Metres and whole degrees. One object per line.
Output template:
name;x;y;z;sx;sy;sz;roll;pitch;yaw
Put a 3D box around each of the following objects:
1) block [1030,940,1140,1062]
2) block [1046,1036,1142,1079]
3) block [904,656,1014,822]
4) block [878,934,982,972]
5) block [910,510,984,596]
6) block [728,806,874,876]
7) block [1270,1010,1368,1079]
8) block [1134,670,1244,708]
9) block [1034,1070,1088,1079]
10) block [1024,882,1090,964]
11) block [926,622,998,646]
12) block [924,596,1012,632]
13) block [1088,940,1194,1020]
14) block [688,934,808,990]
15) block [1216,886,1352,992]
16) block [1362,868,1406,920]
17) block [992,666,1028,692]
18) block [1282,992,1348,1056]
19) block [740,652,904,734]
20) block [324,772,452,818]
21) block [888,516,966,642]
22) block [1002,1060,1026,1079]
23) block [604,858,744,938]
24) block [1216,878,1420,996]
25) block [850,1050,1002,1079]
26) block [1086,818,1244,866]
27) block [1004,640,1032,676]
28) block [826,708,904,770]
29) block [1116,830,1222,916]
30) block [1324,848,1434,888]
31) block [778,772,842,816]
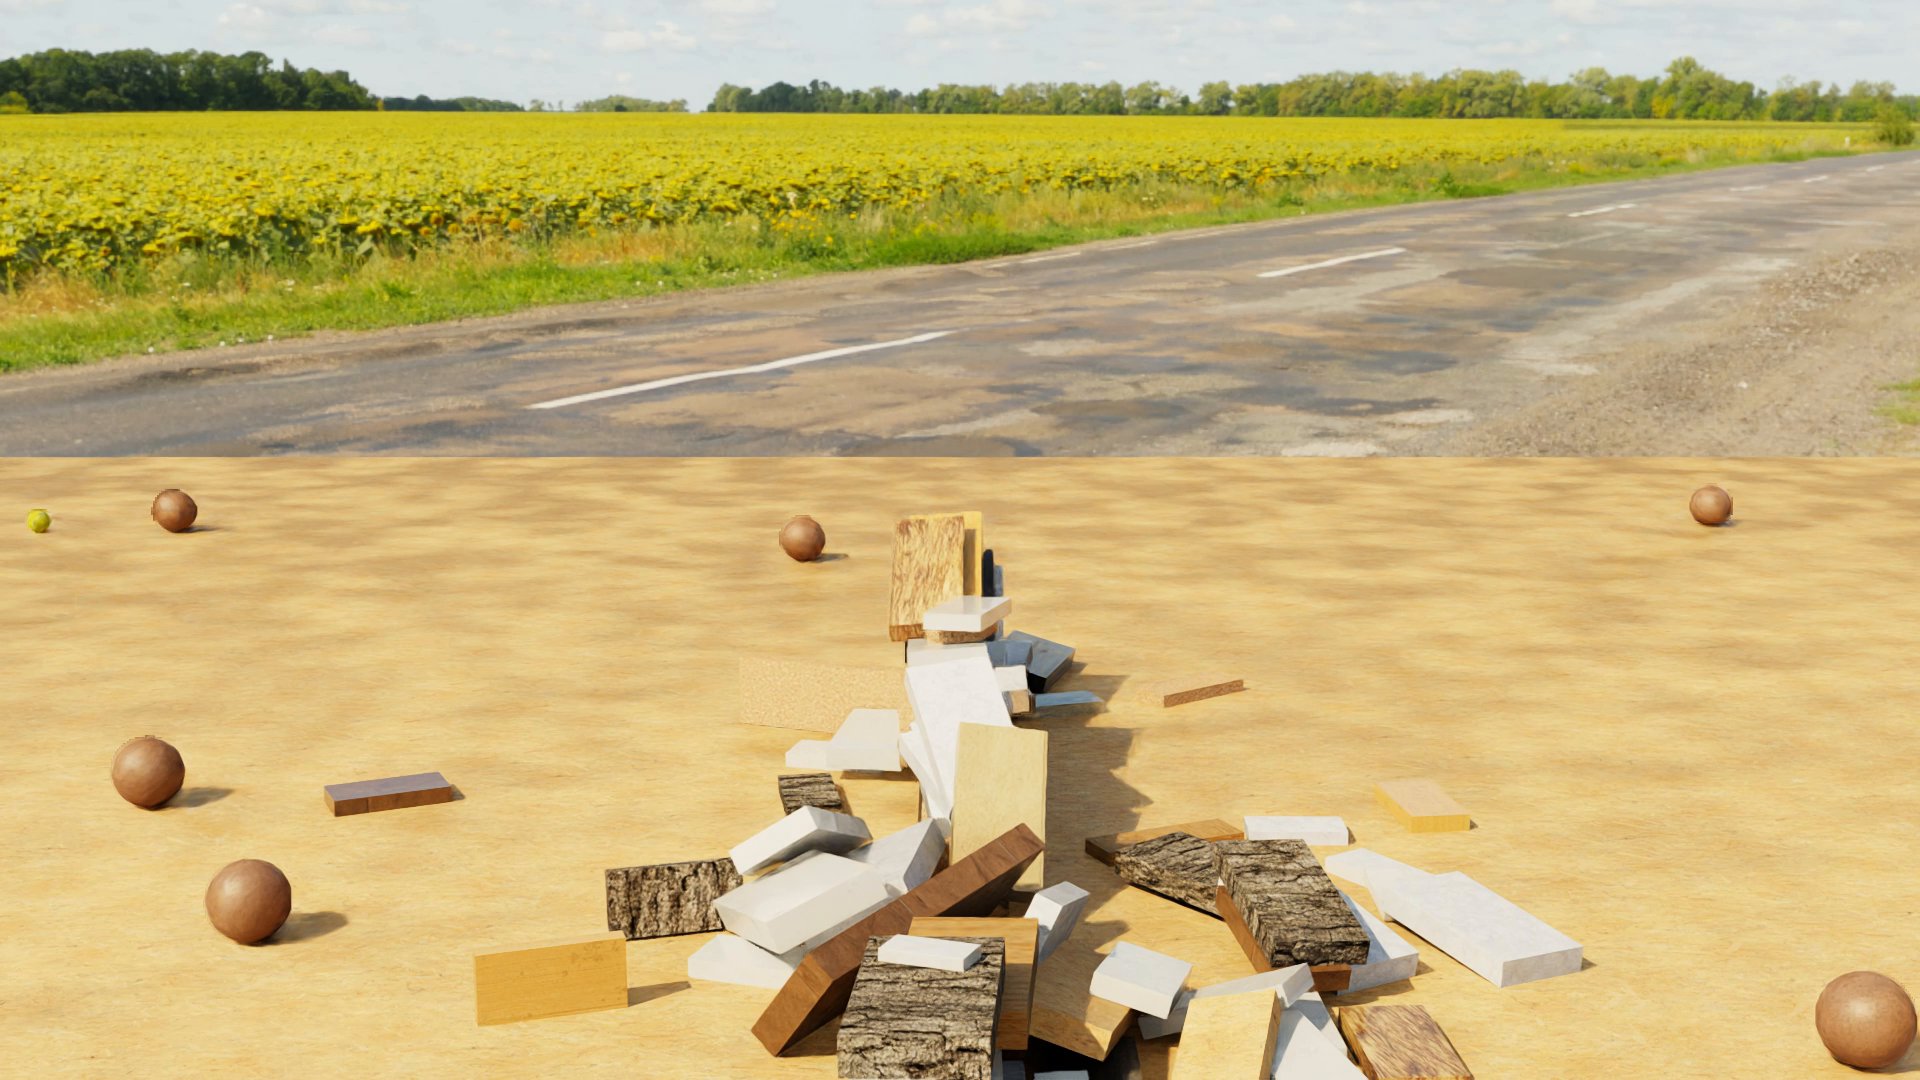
block;0.170;0.634;3.052;0.144;0.041;0.383;18;5;13
block;0.179;0.720;2.878;0.120;0.034;0.265;0;11;0
block;0.015;0.330;3.687;0.146;0.041;0.292;-8;50;-14
block;-0.037;0.508;2.707;0.113;0.016;0.057;3;9;23
block;-0.030;0.052;4.640;0.154;0.044;0.309;-4;36;4
block;-0.255;0.497;3.583;0.146;0.041;0.292;-31;-17;8
block;0.484;0.722;2.770;0.112;0.032;0.492;-4;16;-17
block;0.516;0.336;4.960;0.247;0.028;0.100;-8;13;-37
block;0.132;0.722;2.736;0.068;0.019;0.136;-2;37;-3
block;0.119;0.572;3.159;0.041;0.144;0.288;26;0;12
block;0.005;0.176;4.264;0.100;0.028;0.200;-5;2;11
block;0.017;0.141;4.239;0.109;0.031;0.307;2;5;12
block;0.257;0.617;3.095;0.112;0.032;0.223;16;4;12
block;-0.254;0.642;3.307;0.289;0.030;0.107;4;11;19
block;0.476;0.588;3.260;0.120;0.034;0.240;0;23;-14
block;0.706;0.578;3.589;0.063;0.018;0.127;3;24;-8
block;0.028;0.259;4.027;0.148;0.042;0.295;-5;-3;-7
block;0.457;0.681;3.085;0.120;0.034;0.240;0;11;-3
block;-0.274;0.332;4.651;0.407;0.148;0.042;4;11;22
block;-1.085;0.481;4.169;0.218;0.031;0.109;-5;12;-26
block;-0.065;0.077;4.540;0.148;0.042;0.358;-4;36;4
block;-0.007;0.696;2.712;0.178;0.050;0.356;0;-4;0
block;-0.451;0.568;3.486;0.214;0.107;0.030;-3;1;-17
block;0.547;0.588;3.383;0.151;0.043;0.302;-6;25;-30
block;-0.035;0.644;2.679;0.172;0.049;0.605;0;-4;1
block;0.363;0.535;3.896;0.273;0.025;0.088;-5;12;-24
block;0.068;0.273;4.768;0.154;0.044;0.309;0;11;6
block;-0.167;0.399;4.423;0.148;0.042;0.297;1;11;8
block;0.415;0.555;3.632;0.151;0.043;0.302;-10;15;-38
block;0.713;0.566;3.731;0.088;0.025;0.176;-7;13;-33
block;-0.285;0.485;4.157;0.101;0.029;0.203;-2;11;-9
